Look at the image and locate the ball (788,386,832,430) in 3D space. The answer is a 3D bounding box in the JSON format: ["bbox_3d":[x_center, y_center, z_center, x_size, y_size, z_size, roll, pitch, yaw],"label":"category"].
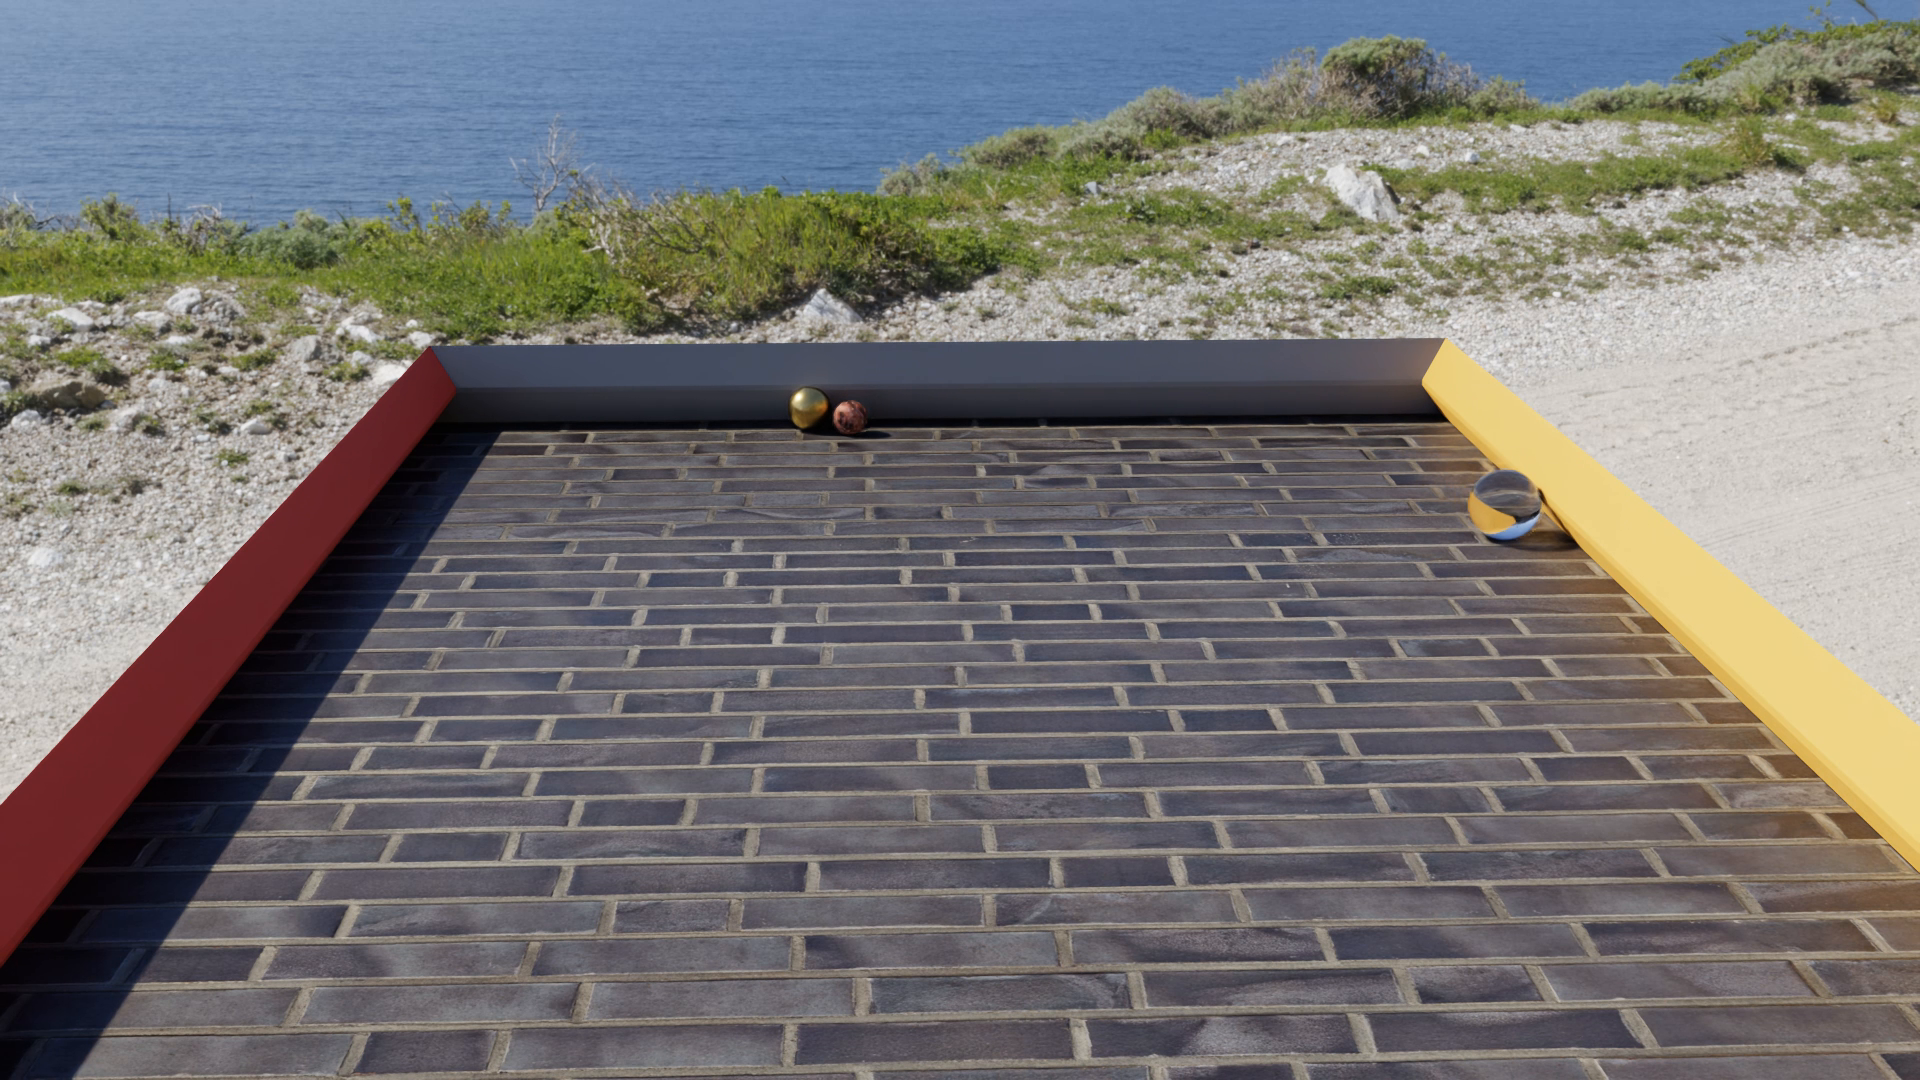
[{"bbox_3d":[-0.222,-0.194,3.241,0.065,0.065,0.065,0,17,0],"label":"ball"}]

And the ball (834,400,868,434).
[{"bbox_3d":[-0.160,-0.179,3.217,0.050,0.050,0.050,0,17,0],"label":"ball"}]

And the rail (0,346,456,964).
[{"bbox_3d":[-0.712,0.193,1.884,0.045,0.115,2.927,-1,17,-2],"label":"rail"}]

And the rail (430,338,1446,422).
[{"bbox_3d":[-0.026,-0.235,3.286,1.526,0.115,0.045,-1,17,-2],"label":"rail"}]

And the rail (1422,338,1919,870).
[{"bbox_3d":[0.766,0.177,1.936,0.045,0.115,2.927,-1,17,-2],"label":"rail"}]

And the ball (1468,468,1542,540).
[{"bbox_3d":[0.671,-0.044,2.709,0.088,0.088,0.088,0,17,0],"label":"ball"}]
